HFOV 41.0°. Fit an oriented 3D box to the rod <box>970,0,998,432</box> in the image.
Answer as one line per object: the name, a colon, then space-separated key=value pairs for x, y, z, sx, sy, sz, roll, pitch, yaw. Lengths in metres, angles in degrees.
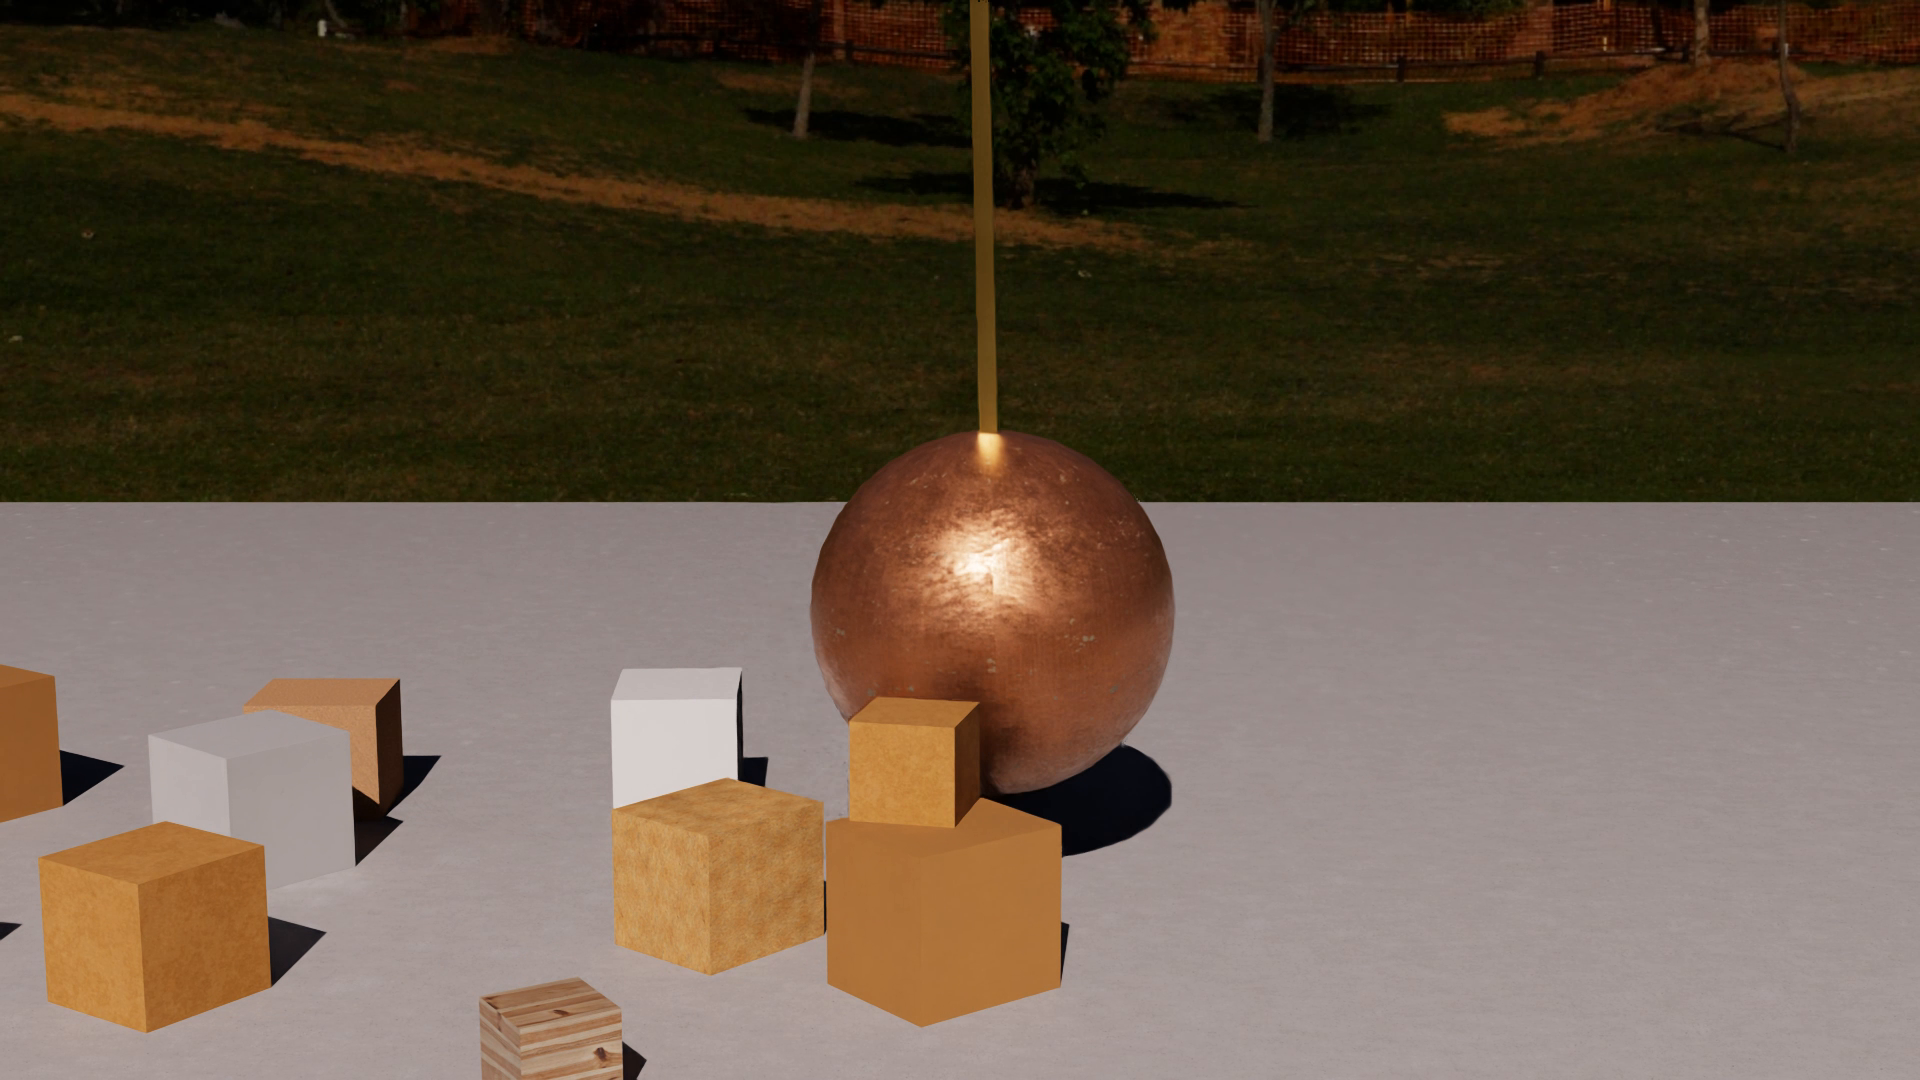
rod: x=0.061 y=-3.028 z=10.630 sx=0.080 sy=5.200 sz=0.080 roll=-1 pitch=10 yaw=0

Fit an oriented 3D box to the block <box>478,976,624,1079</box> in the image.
block: x=-1.419 y=1.766 z=8.899 sx=0.372 sy=0.341 sz=0.370 roll=-6 pitch=12 yaw=-31

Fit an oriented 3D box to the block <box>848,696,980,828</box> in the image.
block: x=-0.176 y=0.864 z=10.039 sx=0.419 sy=0.395 sz=0.414 roll=2 pitch=11 yaw=13

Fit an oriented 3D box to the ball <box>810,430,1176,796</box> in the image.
ball: x=0.142 y=0.316 z=11.238 sx=1.600 sy=1.600 sz=1.600 roll=0 pitch=10 yaw=0

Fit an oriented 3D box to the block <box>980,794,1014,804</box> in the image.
block: x=-0.022 y=0.922 z=12.647 sx=0.586 sy=0.660 sz=0.666 roll=3 pitch=11 yaw=16

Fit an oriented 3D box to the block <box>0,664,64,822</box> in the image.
block: x=-4.857 y=0.985 z=12.338 sx=0.746 sy=0.648 sz=0.682 roll=7 pitch=13 yaw=35

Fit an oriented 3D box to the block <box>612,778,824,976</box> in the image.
block: x=-0.986 y=1.361 z=10.484 sx=0.568 sy=0.571 sz=0.640 roll=9 pitch=14 yaw=40

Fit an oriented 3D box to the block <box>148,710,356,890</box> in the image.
block: x=-3.150 y=1.163 z=11.423 sx=0.617 sy=0.625 sz=0.627 roll=9 pitch=14 yaw=41

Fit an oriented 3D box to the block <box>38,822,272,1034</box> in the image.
block: x=-3.088 y=1.473 z=9.858 sx=0.584 sy=0.574 sz=0.590 roll=7 pitch=12 yaw=34

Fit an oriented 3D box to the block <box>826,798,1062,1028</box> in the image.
block: x=-0.063 y=1.415 z=9.948 sx=0.686 sy=0.656 sz=0.599 roll=-8 pitch=13 yaw=-38

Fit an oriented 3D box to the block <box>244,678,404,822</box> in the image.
block: x=-3.072 y=1.011 z=12.426 sx=0.623 sy=0.565 sz=0.555 roll=0 pitch=10 yaw=0

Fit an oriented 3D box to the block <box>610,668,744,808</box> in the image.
block: x=-1.339 y=1.002 z=12.241 sx=0.578 sy=0.649 sz=0.638 roll=0 pitch=10 yaw=-2
